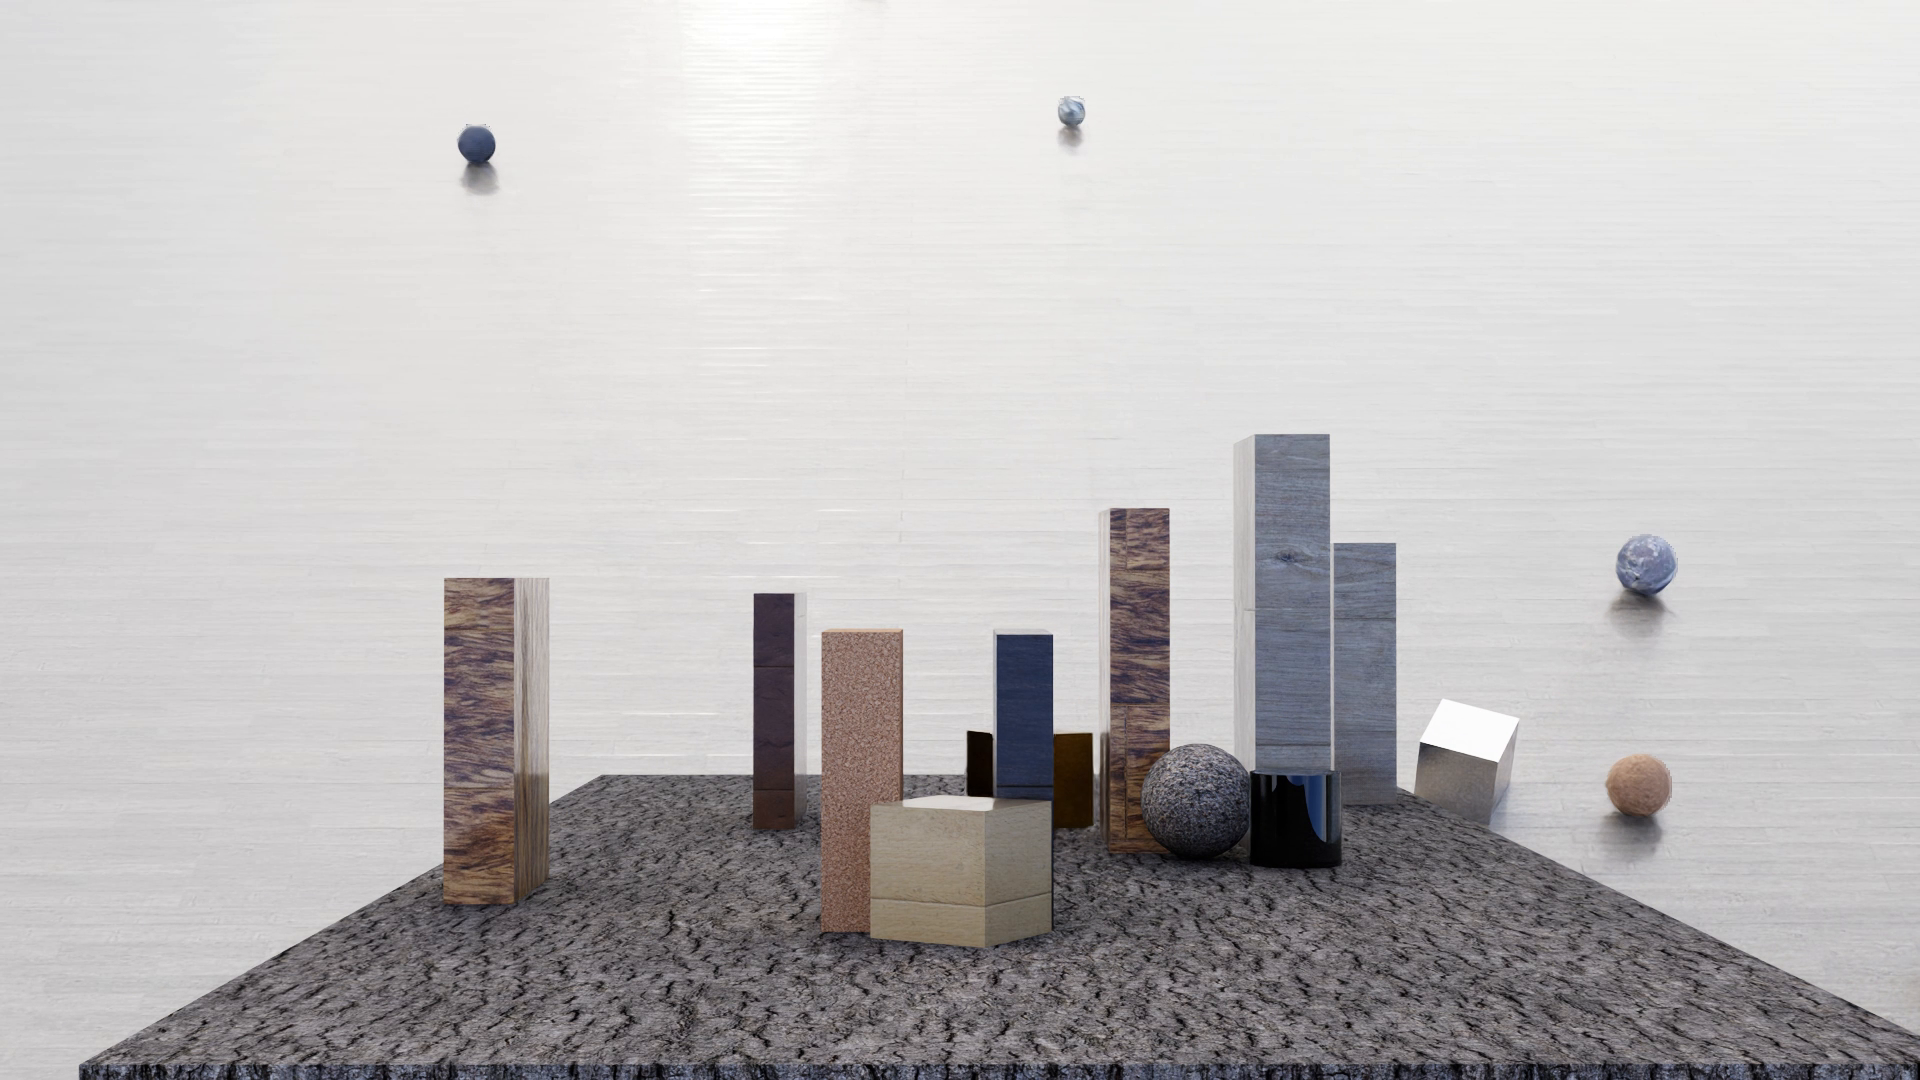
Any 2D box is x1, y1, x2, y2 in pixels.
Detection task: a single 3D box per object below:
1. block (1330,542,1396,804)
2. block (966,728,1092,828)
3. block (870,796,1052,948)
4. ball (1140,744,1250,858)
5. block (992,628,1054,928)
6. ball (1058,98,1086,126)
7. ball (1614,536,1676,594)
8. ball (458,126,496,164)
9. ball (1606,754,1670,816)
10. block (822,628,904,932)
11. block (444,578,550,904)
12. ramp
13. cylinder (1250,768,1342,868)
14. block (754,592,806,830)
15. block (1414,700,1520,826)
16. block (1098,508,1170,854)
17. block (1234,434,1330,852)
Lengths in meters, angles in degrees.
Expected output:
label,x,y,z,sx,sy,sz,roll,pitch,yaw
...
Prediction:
label,x,y,z,sx,sy,sz,roll,pitch,yaw
block,0.912,0.303,6.037,0.141,0.589,0.411,0,-1,0
block,0.143,0.493,5.366,0.192,0.192,0.192,0,-1,-27
block,0.002,0.471,3.716,0.189,0.189,0.189,-1,-1,31
ball,0.433,0.475,4.718,0.209,0.209,0.209,0,32,0
block,0.095,0.355,4.002,0.083,0.429,0.410,0,-1,0
ball,0.451,-1.732,10.485,0.117,0.117,0.117,0,32,0
ball,2.001,0.075,7.571,0.171,0.171,0.171,0,32,0
ball,-1.896,-1.553,10.172,0.149,0.149,0.149,0,32,0
ball,1.751,0.634,6.694,0.159,0.159,0.159,0,32,0
block,-0.144,0.352,3.879,0.113,0.433,0.257,0,-1,0
block,-0.755,0.318,4.243,0.110,0.512,0.351,0,-1,0
ramp,0.072,0.630,4.727,2.000,0.100,4.000,0,-1,0
cylinder,0.600,0.497,4.633,0.164,0.164,0.164,0,-1,0
block,-0.379,0.351,5.487,0.084,0.479,0.433,0,-1,0
block,1.316,0.576,6.743,0.205,0.205,0.205,14,35,21
block,0.335,0.263,5.015,0.111,0.641,0.397,0,-1,0
block,0.606,0.196,4.903,0.138,0.773,0.366,0,-1,0
